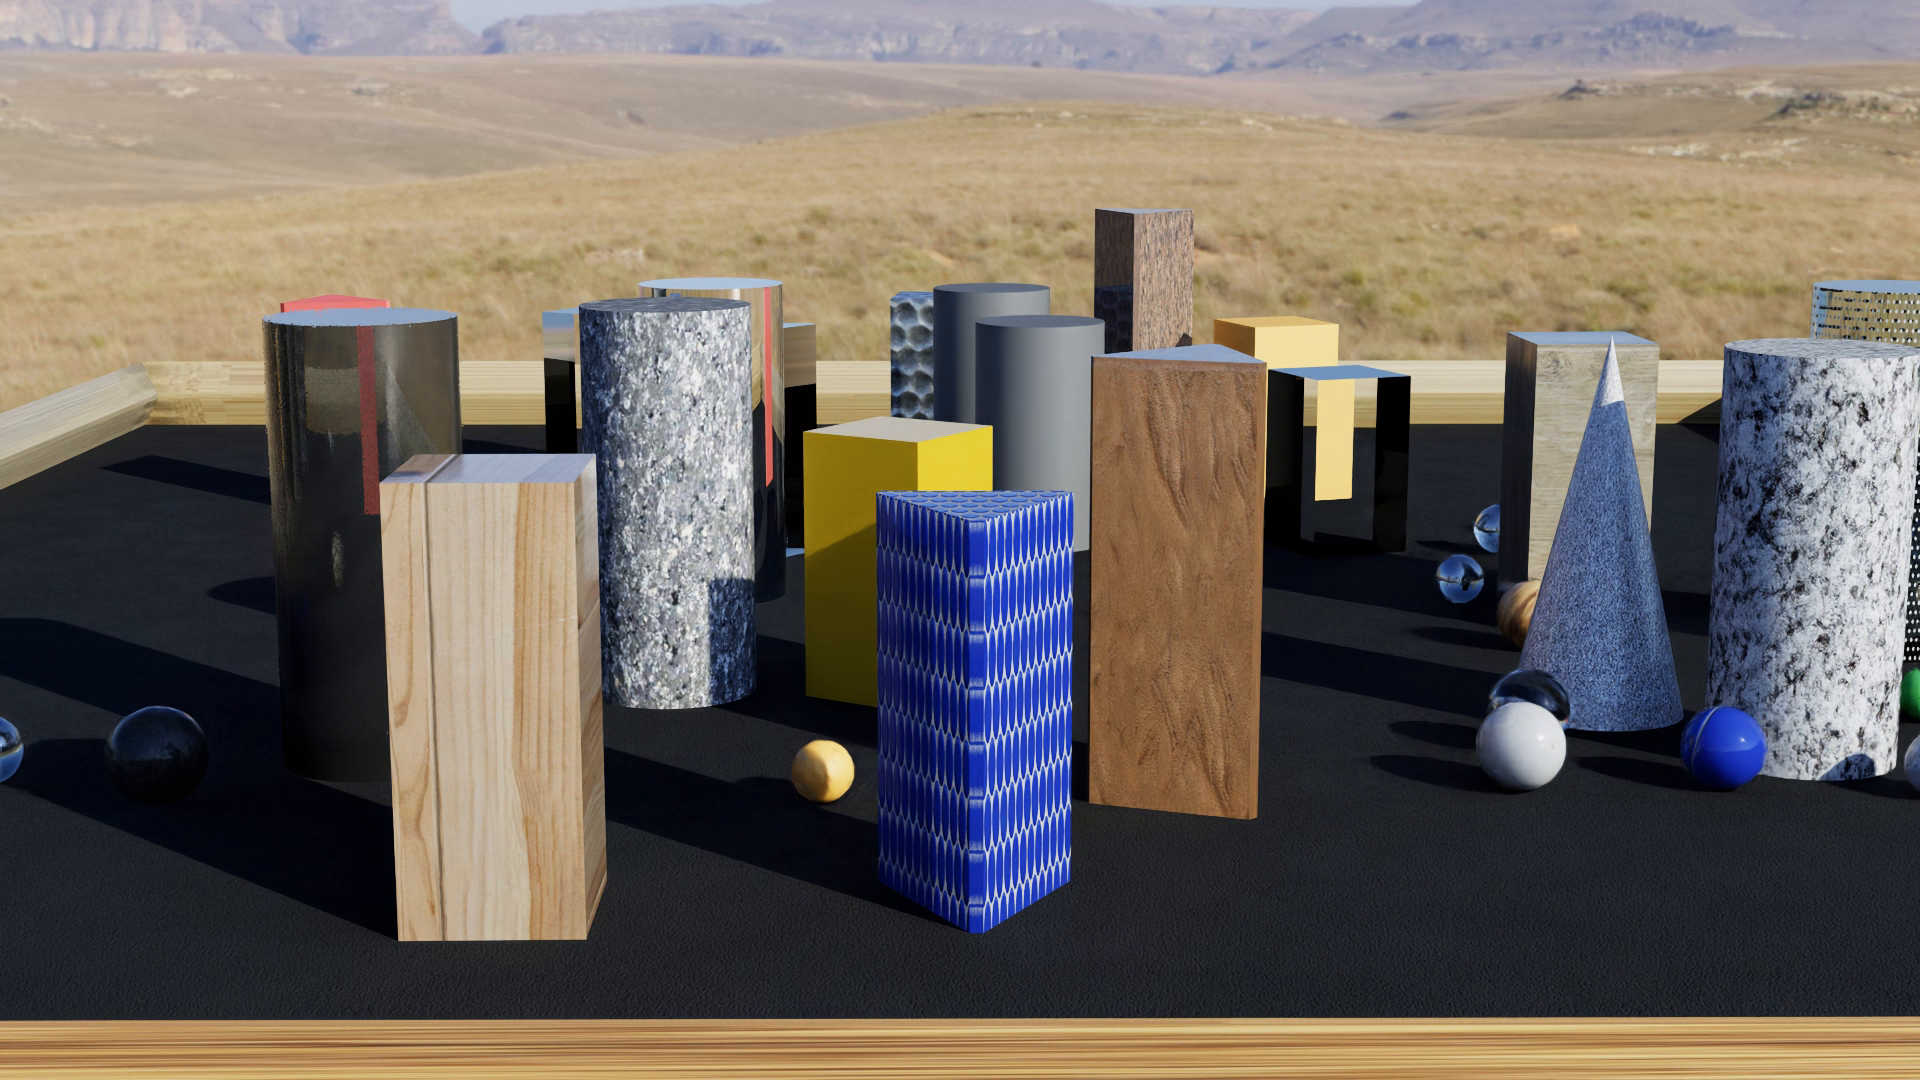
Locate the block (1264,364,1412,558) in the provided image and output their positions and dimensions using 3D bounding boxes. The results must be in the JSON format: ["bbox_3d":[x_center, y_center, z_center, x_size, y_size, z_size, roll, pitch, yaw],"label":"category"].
[{"bbox_3d":[0.574,-0.122,3.911,0.158,0.267,0.158,-4,11,-21],"label":"block"}]

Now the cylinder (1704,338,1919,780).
[{"bbox_3d":[0.896,0.016,2.702,0.197,0.437,0.197,0,10,0],"label":"cylinder"}]

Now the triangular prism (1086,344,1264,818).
[{"bbox_3d":[0.233,0.035,2.567,0.171,0.448,0.148,4,11,20],"label":"triangular prism"}]

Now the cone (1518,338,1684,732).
[{"bbox_3d":[0.727,-0.018,2.898,0.197,0.430,0.197,0,10,0],"label":"cone"}]

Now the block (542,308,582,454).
[{"bbox_3d":[-0.632,-0.264,4.598,0.158,0.296,0.158,6,12,29],"label":"block"}]

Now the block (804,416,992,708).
[{"bbox_3d":[-0.071,0.025,2.996,0.158,0.312,0.158,7,12,32],"label":"block"}]

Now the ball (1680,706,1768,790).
[{"bbox_3d":[0.777,0.211,2.611,0.085,0.085,0.085,0,10,0],"label":"ball"}]

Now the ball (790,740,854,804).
[{"bbox_3d":[-0.137,0.231,2.563,0.063,0.063,0.063,0,10,0],"label":"ball"}]

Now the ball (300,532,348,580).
[{"bbox_3d":[-0.912,0.023,3.678,0.067,0.067,0.067,0,10,0],"label":"ball"}]

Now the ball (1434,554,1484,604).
[{"bbox_3d":[0.684,0.053,3.513,0.067,0.067,0.067,0,10,0],"label":"ball"}]

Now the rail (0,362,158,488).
[{"bbox_3d":[-1.639,0.035,3.440,0.045,0.128,3.684,0,10,0],"label":"rail"}]

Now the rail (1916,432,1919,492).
[{"bbox_3d":[1.639,0.031,3.458,0.045,0.128,3.684,0,10,0],"label":"rail"}]

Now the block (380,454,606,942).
[{"bbox_3d":[-0.396,0.131,2.205,0.158,0.390,0.158,0,10,-1],"label":"block"}]

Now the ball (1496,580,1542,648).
[{"bbox_3d":[0.721,0.095,3.233,0.088,0.088,0.088,0,10,0],"label":"ball"}]

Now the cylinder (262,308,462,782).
[{"bbox_3d":[-0.619,0.000,2.691,0.197,0.470,0.197,0,10,0],"label":"cylinder"}]

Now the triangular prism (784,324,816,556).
[{"bbox_3d":[-0.328,-0.151,3.856,0.148,0.344,0.171,8,13,38],"label":"triangular prism"}]

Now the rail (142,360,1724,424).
[{"bbox_3d":[-0.010,-0.298,5.237,3.325,0.128,0.045,0,10,0],"label":"rail"}]

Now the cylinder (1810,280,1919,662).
[{"bbox_3d":[1.160,-0.090,3.221,0.197,0.456,0.197,0,10,0],"label":"cylinder"}]

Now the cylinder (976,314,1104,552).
[{"bbox_3d":[0.122,-0.165,3.938,0.197,0.342,0.197,0,10,0],"label":"cylinder"}]

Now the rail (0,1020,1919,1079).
[{"bbox_3d":[0.010,0.364,1.661,3.325,0.128,0.045,0,10,0],"label":"rail"}]

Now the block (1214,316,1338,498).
[{"bbox_3d":[0.543,-0.233,4.443,0.158,0.291,0.158,-4,11,-20],"label":"block"}]

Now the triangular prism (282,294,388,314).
[{"bbox_3d":[-1.046,-0.236,4.316,0.171,0.342,0.148,-3,11,-15],"label":"triangular prism"}]

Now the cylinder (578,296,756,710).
[{"bbox_3d":[-0.340,-0.048,2.994,0.197,0.454,0.197,0,10,0],"label":"cylinder"}]

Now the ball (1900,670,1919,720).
[{"bbox_3d":[1.083,0.174,2.884,0.058,0.058,0.058,0,10,0],"label":"ball"}]

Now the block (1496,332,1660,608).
[{"bbox_3d":[0.812,-0.080,3.386,0.158,0.375,0.158,0,11,-2],"label":"block"}]

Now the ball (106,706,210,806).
[{"bbox_3d":[-0.799,0.214,2.556,0.099,0.099,0.099,0,10,0],"label":"ball"}]

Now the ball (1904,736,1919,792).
[{"bbox_3d":[0.986,0.225,2.576,0.070,0.070,0.070,0,10,0],"label":"ball"}]

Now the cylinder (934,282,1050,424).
[{"bbox_3d":[0.054,-0.251,4.363,0.197,0.356,0.197,0,10,0],"label":"cylinder"}]

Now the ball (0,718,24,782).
[{"bbox_3d":[-0.996,0.215,2.625,0.072,0.072,0.072,0,10,0],"label":"ball"}]

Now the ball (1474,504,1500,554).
[{"bbox_3d":[0.813,-0.016,3.868,0.074,0.074,0.074,0,10,0],"label":"ball"}]

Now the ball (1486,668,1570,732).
[{"bbox_3d":[0.610,0.183,2.754,0.089,0.089,0.089,0,10,0],"label":"ball"}]

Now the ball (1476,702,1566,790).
[{"bbox_3d":[0.570,0.209,2.605,0.090,0.090,0.090,0,10,0],"label":"ball"}]

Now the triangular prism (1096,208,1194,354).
[{"bbox_3d":[0.297,-0.341,4.514,0.148,0.477,0.171,8,13,38],"label":"triangular prism"}]

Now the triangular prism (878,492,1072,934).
[{"bbox_3d":[0.035,0.139,2.256,0.148,0.356,0.171,-6,12,-30],"label":"triangular prism"}]

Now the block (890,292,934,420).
[{"bbox_3d":[-0.039,-0.295,4.721,0.158,0.311,0.158,1,11,6],"label":"block"}]

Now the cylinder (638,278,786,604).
[{"bbox_3d":[-0.341,-0.139,3.549,0.197,0.432,0.197,0,10,0],"label":"cylinder"}]
